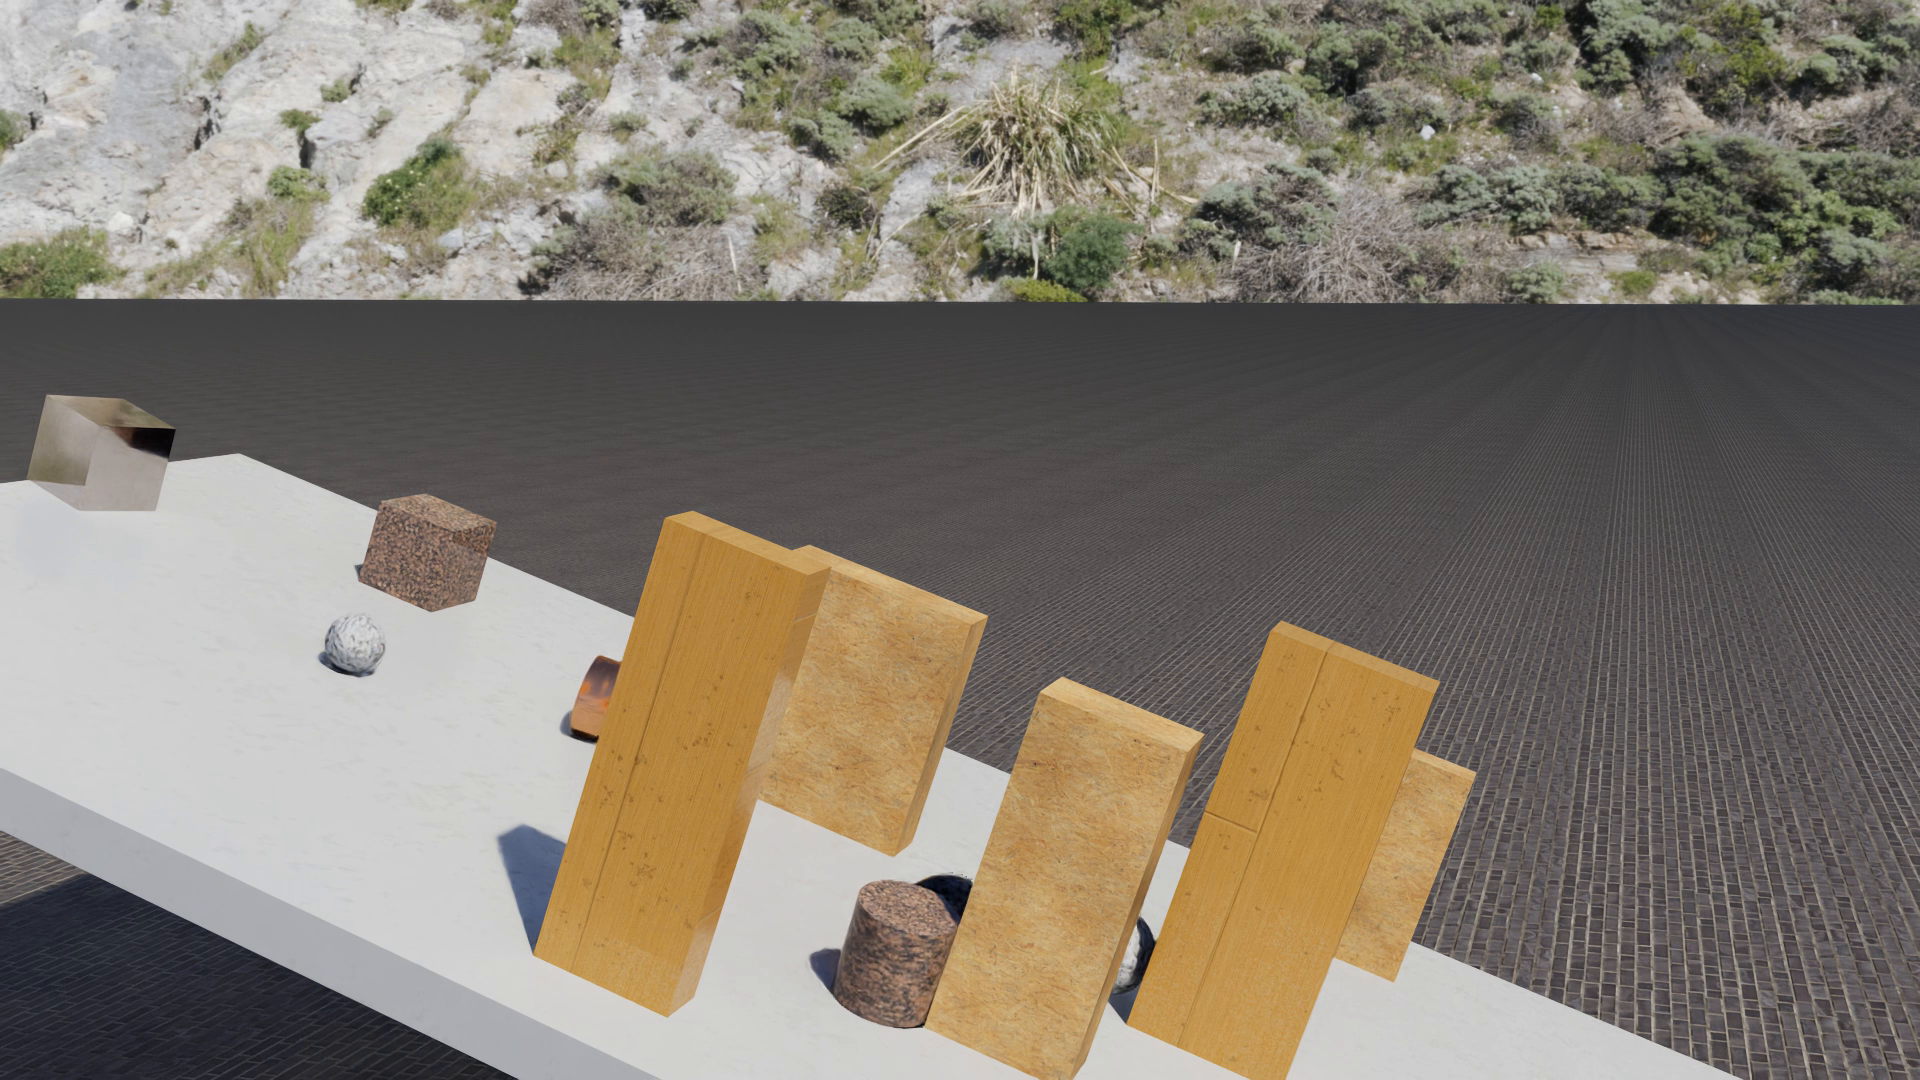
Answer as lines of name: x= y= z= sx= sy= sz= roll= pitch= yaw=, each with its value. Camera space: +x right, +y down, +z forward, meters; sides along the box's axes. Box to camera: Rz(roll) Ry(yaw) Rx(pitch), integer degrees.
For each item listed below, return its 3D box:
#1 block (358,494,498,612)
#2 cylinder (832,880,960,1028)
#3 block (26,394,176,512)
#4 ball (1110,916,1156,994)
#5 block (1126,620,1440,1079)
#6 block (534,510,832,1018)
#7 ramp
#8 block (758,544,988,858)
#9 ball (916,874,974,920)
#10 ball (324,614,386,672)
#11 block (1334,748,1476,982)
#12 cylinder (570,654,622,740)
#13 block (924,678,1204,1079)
block: x=-1.208 y=0.027 z=5.000 sx=0.194 sy=0.194 sz=0.194 roll=21 pitch=12 yaw=14
cylinder: x=-0.108 y=0.690 z=3.672 sx=0.176 sy=0.176 sz=0.176 roll=15 pitch=17 yaw=-5
block: x=-1.919 y=-0.193 z=4.917 sx=0.199 sy=0.199 sz=0.199 roll=25 pitch=14 yaw=30
ball: x=0.277 y=0.749 z=4.021 sx=0.160 sy=0.160 sz=0.160 roll=0 pitch=7 yaw=0
block: x=0.566 y=0.557 z=3.877 sx=0.294 sy=0.768 sz=0.114 roll=21 pitch=12 yaw=14
block: x=-0.433 y=0.347 z=3.401 sx=0.242 sy=0.740 sz=0.101 roll=21 pitch=12 yaw=14
ramp: x=-0.347 y=0.646 z=4.219 sx=4.000 sy=0.100 sz=2.000 roll=21 pitch=12 yaw=14
block: x=-0.219 y=0.320 z=4.417 sx=0.401 sy=0.501 sz=0.119 roll=21 pitch=12 yaw=14
ball: x=-0.027 y=0.677 z=3.857 sx=0.181 sy=0.181 sz=0.181 roll=0 pitch=7 yaw=0
ball: x=-1.207 y=0.205 z=4.390 sx=0.118 sy=0.118 sz=0.118 roll=0 pitch=7 yaw=0
block: x=0.869 y=0.657 z=4.619 sx=0.269 sy=0.464 sz=0.087 roll=21 pitch=12 yaw=14
cylinder: x=-0.680 y=0.338 z=4.461 sx=0.165 sy=0.165 sz=0.165 roll=19 pitch=8 yaw=4
block: x=0.171 y=0.565 z=3.635 sx=0.256 sy=0.610 sz=0.144 roll=21 pitch=12 yaw=14
